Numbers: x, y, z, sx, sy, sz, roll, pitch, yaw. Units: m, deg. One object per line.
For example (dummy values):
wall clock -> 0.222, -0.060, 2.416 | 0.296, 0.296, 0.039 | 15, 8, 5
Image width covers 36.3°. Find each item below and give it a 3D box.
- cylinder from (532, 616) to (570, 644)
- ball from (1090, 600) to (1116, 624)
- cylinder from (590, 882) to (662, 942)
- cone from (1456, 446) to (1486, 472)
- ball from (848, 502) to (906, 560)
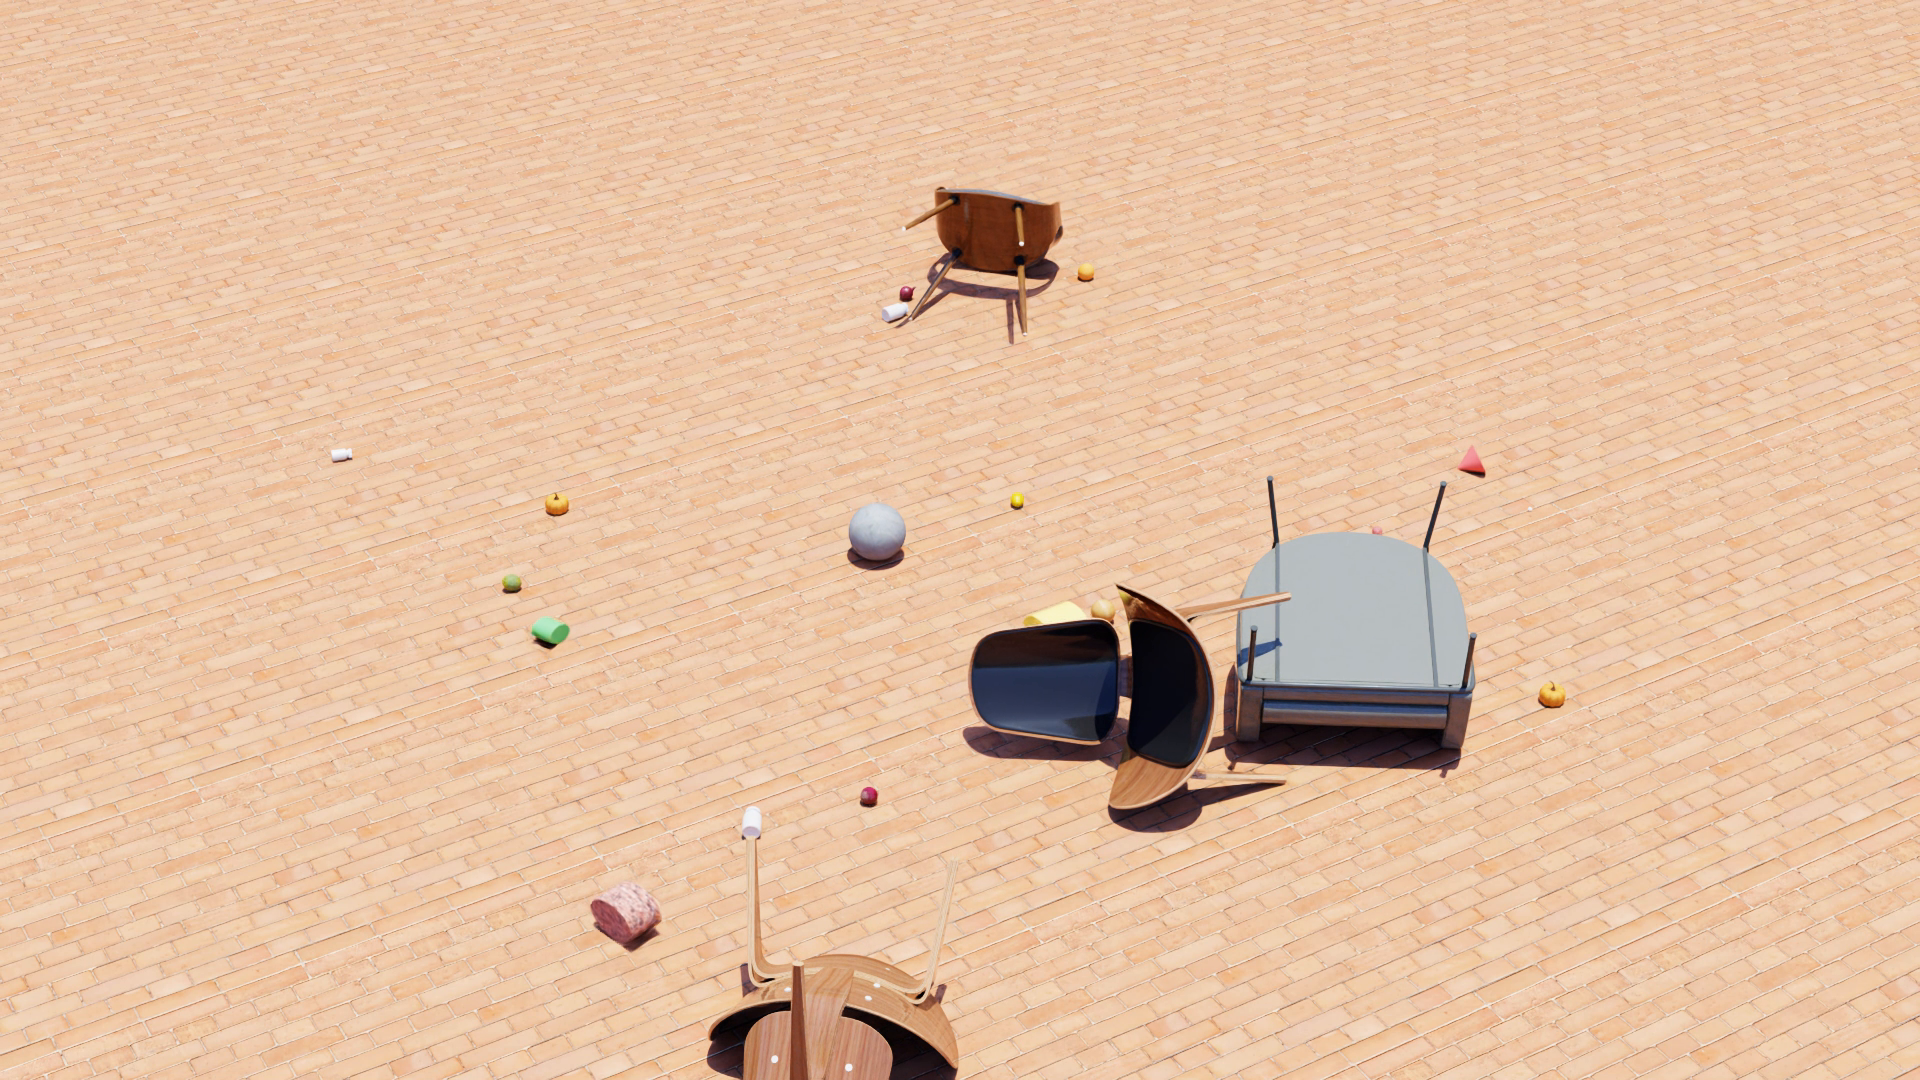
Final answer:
cylinder -> -1.452, 0.322, 10.389 | 0.087, 0.072, 0.105 | 20, 23, 27
ball -> 0.511, 0.256, 10.474 | 0.090, 0.090, 0.090 | 0, 33, 0
cylinder -> -1.033, 1.152, 9.072 | 0.191, 0.137, 0.122 | 18, 29, 34
cone -> 1.967, -0.295, 11.352 | 0.095, 0.101, 0.157 | -27, 33, 11
ball -> -0.305, -0.030, 10.796 | 0.213, 0.213, 0.213 | 0, 33, 0
